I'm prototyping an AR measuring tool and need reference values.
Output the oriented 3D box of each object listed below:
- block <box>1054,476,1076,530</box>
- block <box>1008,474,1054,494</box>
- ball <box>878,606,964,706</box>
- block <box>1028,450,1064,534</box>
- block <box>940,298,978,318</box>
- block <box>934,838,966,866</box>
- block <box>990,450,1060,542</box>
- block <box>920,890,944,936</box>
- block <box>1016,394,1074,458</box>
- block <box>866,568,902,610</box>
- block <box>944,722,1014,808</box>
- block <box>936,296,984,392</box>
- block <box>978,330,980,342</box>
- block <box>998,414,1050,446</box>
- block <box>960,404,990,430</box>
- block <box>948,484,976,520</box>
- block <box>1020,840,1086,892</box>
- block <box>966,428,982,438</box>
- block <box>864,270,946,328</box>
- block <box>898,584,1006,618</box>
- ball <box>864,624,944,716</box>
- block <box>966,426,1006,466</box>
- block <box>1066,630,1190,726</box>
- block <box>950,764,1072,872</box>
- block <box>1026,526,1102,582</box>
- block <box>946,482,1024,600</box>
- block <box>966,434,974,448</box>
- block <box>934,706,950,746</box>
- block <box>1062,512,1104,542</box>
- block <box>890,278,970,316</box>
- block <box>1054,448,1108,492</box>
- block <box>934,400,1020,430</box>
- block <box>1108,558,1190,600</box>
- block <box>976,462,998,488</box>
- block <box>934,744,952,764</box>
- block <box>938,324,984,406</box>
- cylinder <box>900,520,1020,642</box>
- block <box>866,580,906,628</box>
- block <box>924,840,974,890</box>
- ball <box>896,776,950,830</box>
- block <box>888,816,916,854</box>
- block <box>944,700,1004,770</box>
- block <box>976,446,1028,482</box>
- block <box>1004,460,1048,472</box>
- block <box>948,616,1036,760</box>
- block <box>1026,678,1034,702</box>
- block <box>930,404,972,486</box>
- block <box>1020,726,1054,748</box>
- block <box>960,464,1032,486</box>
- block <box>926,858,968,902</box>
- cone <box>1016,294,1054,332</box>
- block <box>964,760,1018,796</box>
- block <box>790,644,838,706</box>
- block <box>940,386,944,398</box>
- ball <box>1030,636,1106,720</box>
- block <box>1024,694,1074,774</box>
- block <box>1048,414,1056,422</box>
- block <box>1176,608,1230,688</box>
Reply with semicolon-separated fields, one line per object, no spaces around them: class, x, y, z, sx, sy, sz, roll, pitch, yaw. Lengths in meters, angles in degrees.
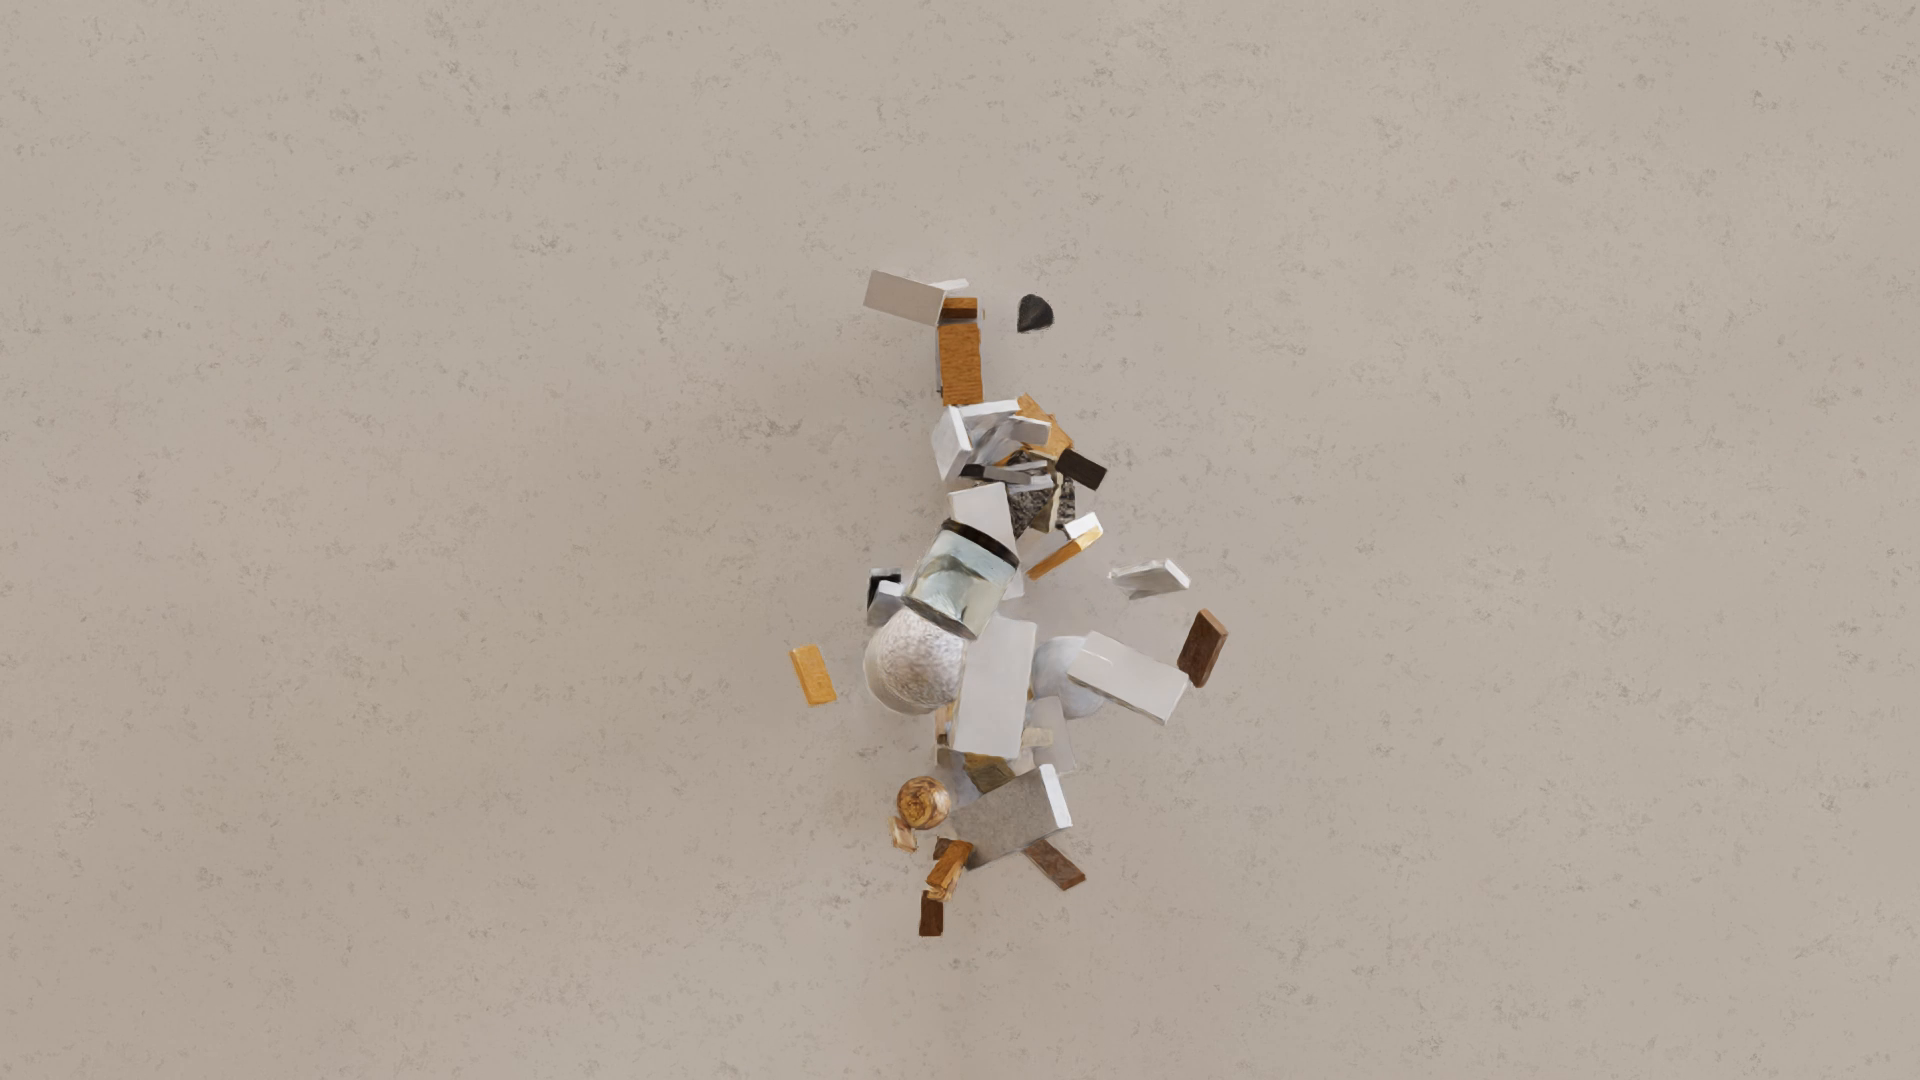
block;0.307;-0.148;5.306;0.118;0.033;0.236;9;62;-16
block;0.202;-0.161;4.750;0.127;0.063;0.018;-8;112;2
ball;-0.081;0.304;4.433;0.284;0.284;0.284;0;90;0
block;0.252;-0.149;5.098;0.118;0.033;0.236;23;115;34
block;-0.004;-0.662;4.708;0.106;0.212;0.030;0;90;0
block;-0.006;0.900;4.749;0.131;0.018;0.065;10;49;7
block;0.110;-0.062;4.883;0.165;0.047;0.399;44;78;-25
block;-0.082;1.091;4.827;0.065;0.018;0.131;4;87;-5
block;0.243;-0.353;5.304;0.118;0.033;0.236;-37;70;-15
block;-0.225;0.145;4.851;0.086;0.172;0.024;-2;53;-10
block;0.069;0.691;4.824;0.173;0.049;0.346;-9;83;-3
block;-0.001;-0.575;4.835;0.140;0.040;0.279;0;90;0
block;0.001;-0.577;4.704;0.110;0.221;0.031;0;94;0
block;0.188;-0.325;4.857;0.147;0.021;0.073;12;126;2
block;0.057;-0.383;5.024;0.073;0.339;0.021;-30;109;-8
block;0.068;-0.063;5.143;0.165;0.330;0.047;24;65;-8
block;0.173;0.887;5.018;0.073;0.990;0.021;-24;103;-13
block;0.023;-0.385;5.196;0.059;0.017;0.118;-35;94;-6
block;-0.154;-0.674;4.598;0.212;0.030;0.106;17;101;7
block;-0.003;0.206;4.632;0.165;0.047;0.330;-42;64;-8
ball;-0.133;0.361;4.759;0.289;0.289;0.289;0;90;0
block;0.098;-0.317;5.420;0.029;0.102;0.204;43;108;21
block;0.446;0.365;4.384;0.292;0.041;0.146;24;65;21
block;0.134;0.763;4.509;0.049;0.437;0.172;-4;68;-38
block;0.266;0.034;4.207;0.200;0.100;0.028;-35;90;45
block;0.064;0.012;4.186;0.146;0.041;0.292;-13;97;-20
block;0.006;-0.336;5.400;0.045;0.013;0.091;-21;91;-6
block;0.009;0.483;5.042;0.173;0.346;0.049;5;131;-9
block;0.363;-0.032;4.878;0.127;0.018;0.063;-24;82;-38
block;-0.088;-0.750;5.051;0.106;0.897;0.030;-31;94;13
block;0.361;-0.209;4.916;0.147;0.021;0.073;30;94;16
block;0.050;-0.353;4.730;0.230;0.115;0.033;-11;74;-40
block;0.497;0.104;4.351;0.100;0.200;0.028;44;54;-27
block;0.097;-0.048;4.959;0.165;0.047;0.330;20;87;-8
block;0.008;0.673;5.174;0.173;0.646;0.049;3;84;-2
block;0.002;-0.486;4.576;0.110;0.031;0.221;-4;93;0
cylinder;0.001;0.099;3.990;0.215;0.215;0.215;30;77;0
block;-0.095;0.221;4.849;0.330;0.165;0.047;14;48;-8
block;-0.030;0.898;4.567;0.021;0.073;0.147;51;61;-24
ball;-0.120;0.863;5.412;0.176;0.176;0.176;0;90;0
block;-0.170;0.856;4.798;0.065;0.131;0.018;26;109;-23
block;0.016;0.489;4.830;0.106;0.439;0.030;-14;133;-8
block;0.159;-0.220;5.486;0.204;0.029;0.102;-32;90;0
block;0.190;-0.214;4.814;0.127;0.063;0.018;-10;91;1
block;0.082;0.369;4.165;0.172;0.049;0.345;10;84;-16
block;0.120;0.385;4.573;0.146;0.472;0.041;-24;99;4
block;-0.025;-0.261;4.503;0.033;0.230;0.115;17;120;-22
block;0.127;0.521;4.429;0.172;0.345;0.049;4;83;16
block;0.086;-0.182;4.601;0.115;0.252;0.033;5;89;33
block;-0.034;0.940;4.612;0.021;0.073;0.147;40;62;-31
cone;0.212;-0.698;5.288;0.130;0.130;0.130;40;50;0
block;0.107;0.693;4.705;0.106;0.212;0.030;-25;131;-16
block;-0.422;0.389;4.745;0.086;0.024;0.172;-10;72;-42
block;0.000;-0.425;4.706;0.110;0.220;0.031;-1;95;0
ball;0.344;0.434;5.203;0.266;0.266;0.266;0;90;0
block;0.246;0.548;4.607;0.106;0.030;0.212;-12;81;1
block;0.281;-0.306;5.417;0.102;0.029;0.204;-12;97;0
block;0.654;0.294;4.458;0.028;0.100;0.200;-11;135;-32
